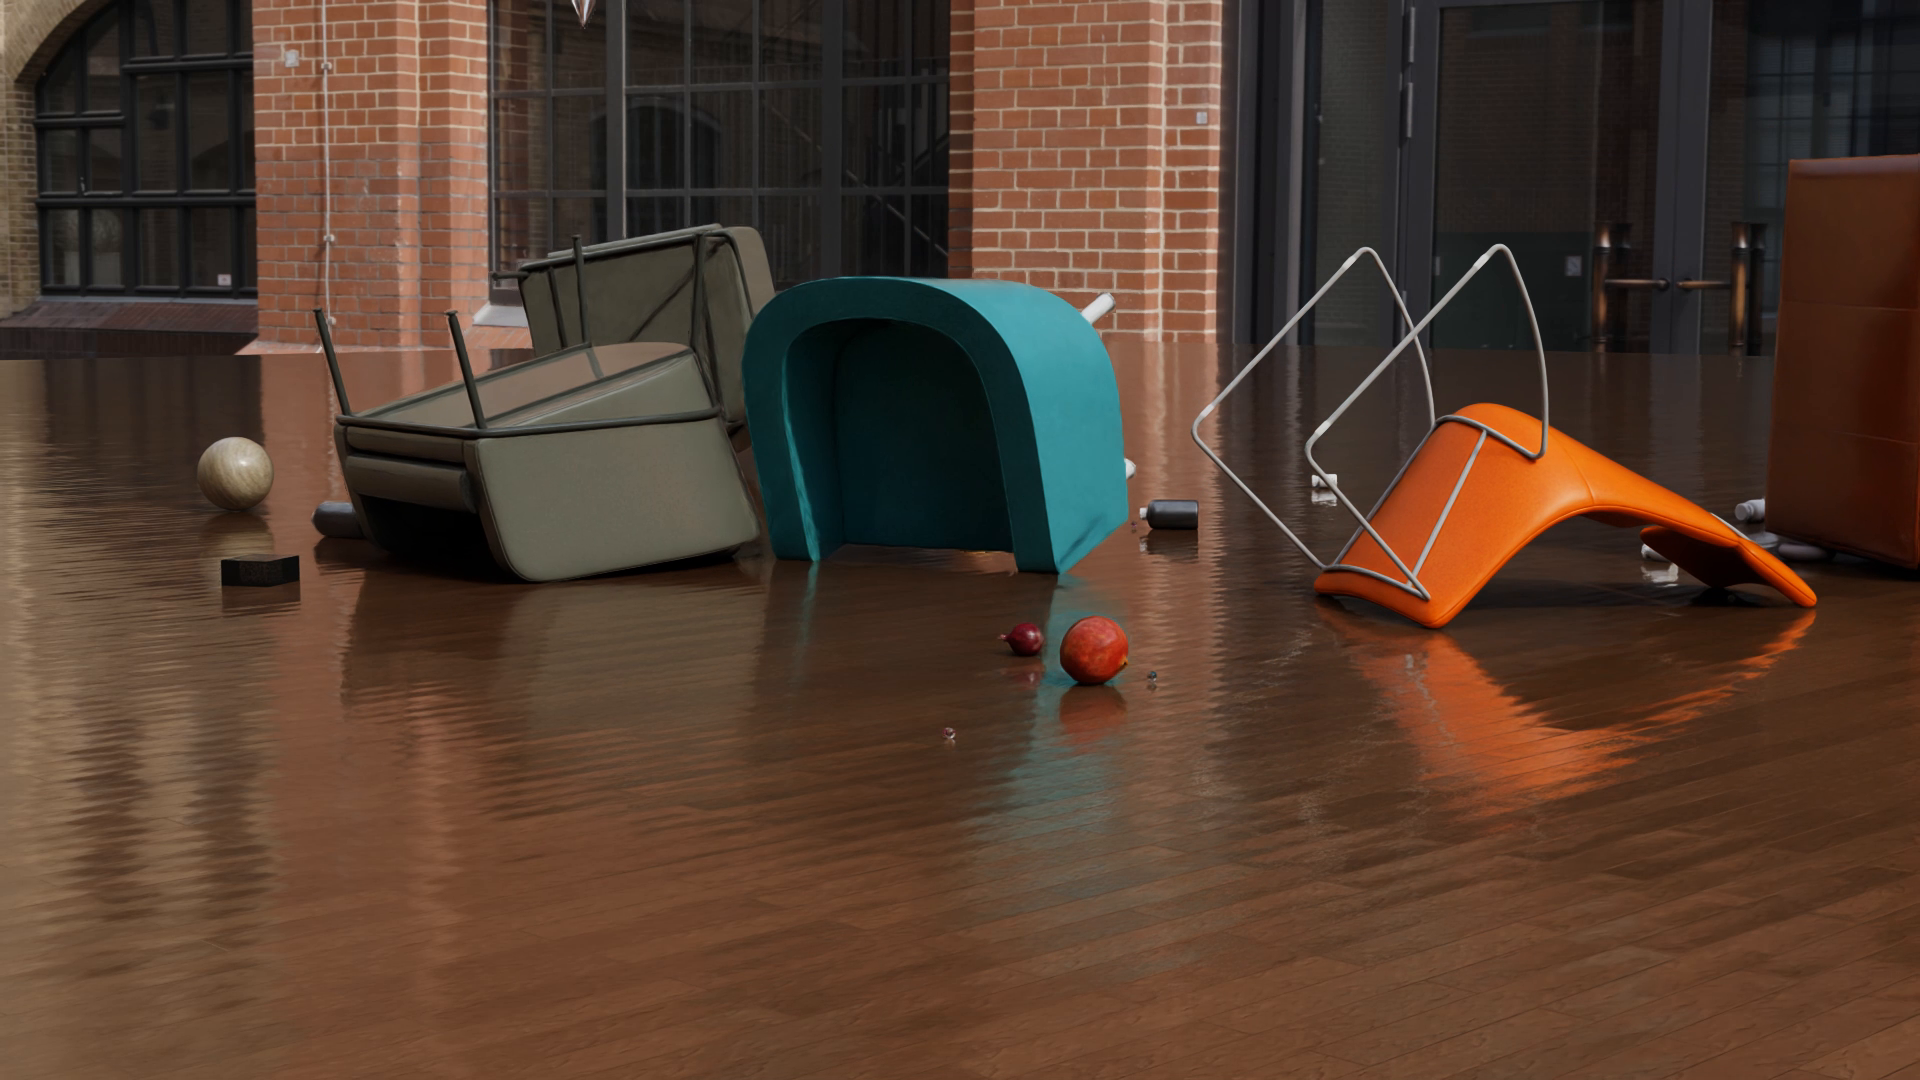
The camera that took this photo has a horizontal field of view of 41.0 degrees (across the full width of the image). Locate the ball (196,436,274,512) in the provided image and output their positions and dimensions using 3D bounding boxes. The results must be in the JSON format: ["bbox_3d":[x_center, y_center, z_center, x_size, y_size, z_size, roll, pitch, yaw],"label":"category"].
[{"bbox_3d":[-2.031,-0.185,7.195,0.209,0.209,0.209,0,6,0],"label":"ball"}]

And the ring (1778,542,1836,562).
[{"bbox_3d":[1.969,0.028,5.964,0.150,0.036,0.116,-1,8,-32],"label":"ring"}]

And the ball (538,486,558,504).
[{"bbox_3d":[-1.187,-0.129,7.398,0.054,0.054,0.054,0,6,0],"label":"ball"}]

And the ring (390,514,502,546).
[{"bbox_3d":[-1.278,-0.027,6.376,0.275,0.062,0.295,-1,5,-18],"label":"ring"}]

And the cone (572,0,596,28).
[{"bbox_3d":[-1.224,-1.716,8.350,0.098,0.098,0.065,10,14,25],"label":"cone"}]

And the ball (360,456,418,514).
[{"bbox_3d":[-1.583,-0.153,7.118,0.160,0.160,0.160,0,6,0],"label":"ball"}]

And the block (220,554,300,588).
[{"bbox_3d":[-1.503,0.065,5.513,0.112,0.055,0.128,2,6,16],"label":"block"}]

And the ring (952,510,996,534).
[{"bbox_3d":[0.035,-0.048,6.640,0.112,0.049,0.196,0,5,-12],"label":"ring"}]
